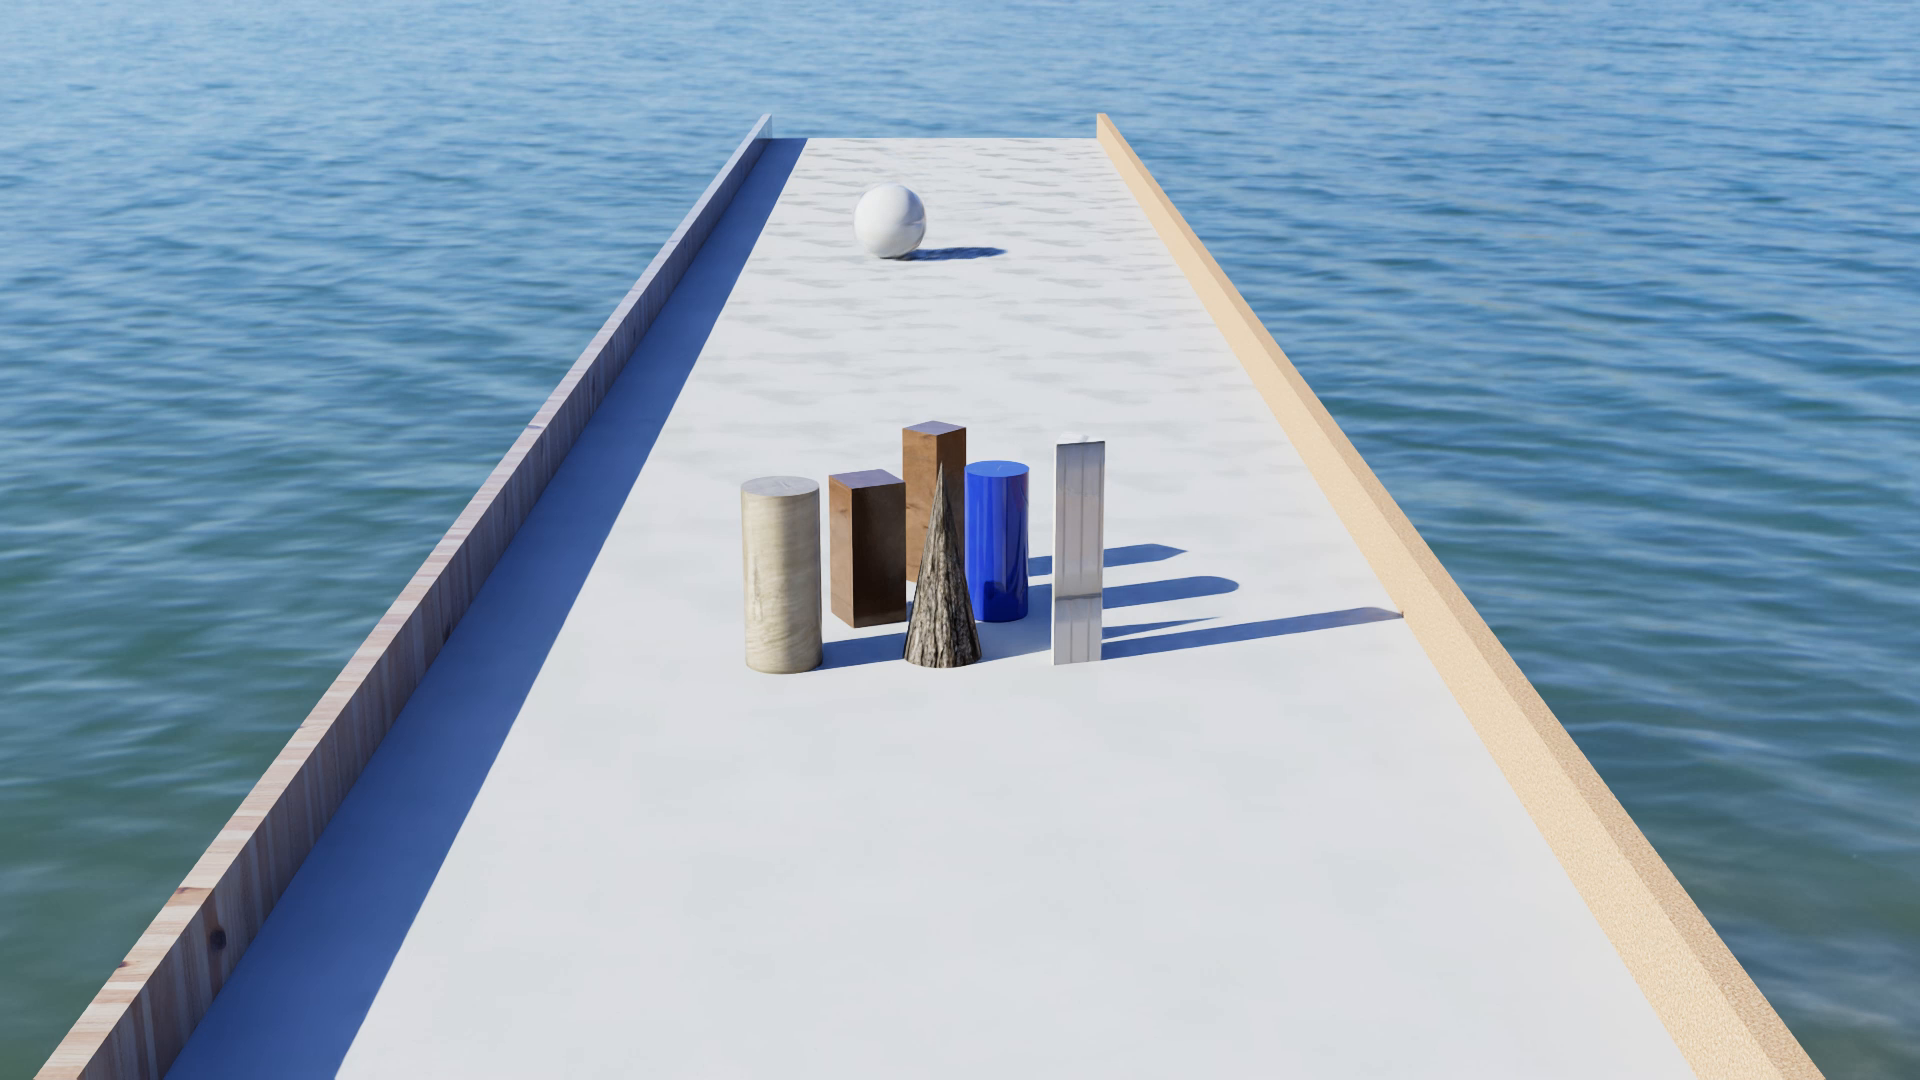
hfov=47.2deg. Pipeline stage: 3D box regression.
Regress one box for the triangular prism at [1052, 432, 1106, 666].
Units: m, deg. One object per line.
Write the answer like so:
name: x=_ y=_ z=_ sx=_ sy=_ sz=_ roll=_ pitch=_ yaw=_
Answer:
triangular prism: x=0.221 y=0.015 z=4.378 sx=0.104 sy=0.455 sz=0.090 roll=-5 pitch=17 yaw=-16

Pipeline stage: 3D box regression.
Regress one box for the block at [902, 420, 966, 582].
block: x=-0.056 y=-0.080 z=4.884 sx=0.100 sy=0.349 sz=0.100 roll=14 pitch=22 yaw=39

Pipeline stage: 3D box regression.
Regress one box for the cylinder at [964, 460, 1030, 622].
cylinder: x=0.077 y=0.002 z=4.660 sx=0.137 sy=0.318 sz=0.137 roll=0 pitch=17 yaw=0

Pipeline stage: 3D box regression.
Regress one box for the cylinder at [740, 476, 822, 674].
cylinder: x=-0.352 y=0.069 z=4.357 sx=0.155 sy=0.364 sz=0.155 roll=0 pitch=17 yaw=0

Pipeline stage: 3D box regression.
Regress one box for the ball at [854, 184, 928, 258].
ball: x=-0.289 y=-1.327 z=9.149 sx=0.307 sy=0.307 sz=0.307 roll=0 pitch=17 yaw=0

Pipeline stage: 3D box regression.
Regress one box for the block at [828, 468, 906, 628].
block: x=-0.195 y=0.017 z=4.637 sx=0.122 sy=0.303 sz=0.122 roll=-8 pitch=18 yaw=-25

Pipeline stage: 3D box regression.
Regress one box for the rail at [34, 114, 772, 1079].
rail: x=-1.118 y=-0.838 z=7.780 sx=0.050 sy=0.150 sz=12.000 roll=0 pitch=17 yaw=-1

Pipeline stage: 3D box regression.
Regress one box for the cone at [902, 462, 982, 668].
cone: x=-0.036 y=0.037 z=4.388 sx=0.160 sy=0.408 sz=0.160 roll=0 pitch=17 yaw=0

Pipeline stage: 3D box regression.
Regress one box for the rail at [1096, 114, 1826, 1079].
rail: x=0.932 y=-0.844 z=7.801 sx=0.050 sy=0.150 sz=12.000 roll=0 pitch=17 yaw=-1
